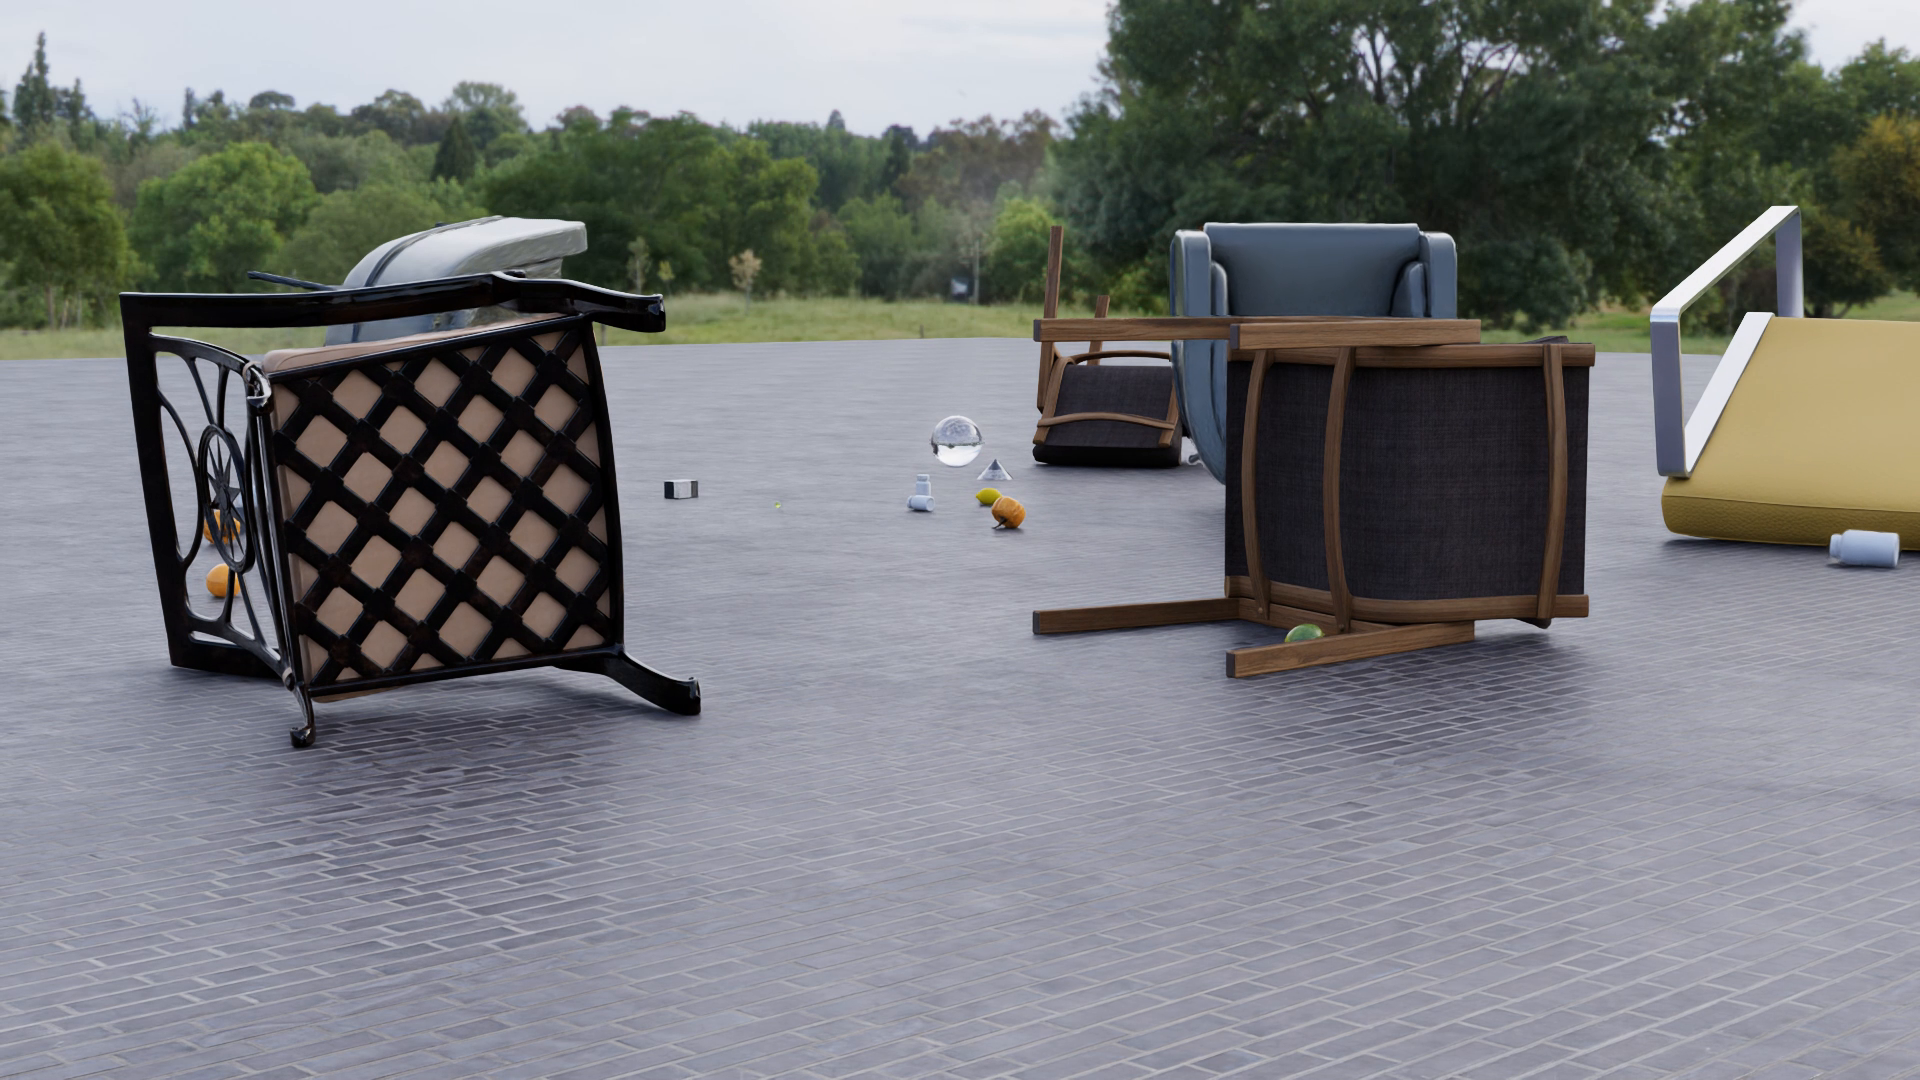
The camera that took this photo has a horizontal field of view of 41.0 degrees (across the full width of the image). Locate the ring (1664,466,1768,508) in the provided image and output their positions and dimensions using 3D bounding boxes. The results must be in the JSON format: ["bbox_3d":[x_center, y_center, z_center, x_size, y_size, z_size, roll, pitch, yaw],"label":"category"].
[{"bbox_3d":[2.179,-0.152,7.387,0.399,0.105,0.226,-4,9,-41],"label":"ring"}]

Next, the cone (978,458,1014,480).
[{"bbox_3d":[0.115,-0.232,8.342,0.120,0.066,0.116,1,6,14],"label":"cone"}]

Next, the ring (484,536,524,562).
[{"bbox_3d":[-1.055,0.022,5.939,0.107,0.057,0.034,-20,1,-43],"label":"ring"}]

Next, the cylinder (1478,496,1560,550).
[{"bbox_3d":[1.356,-0.041,6.213,0.192,0.123,0.091,-4,15,-36],"label":"cylinder"}]

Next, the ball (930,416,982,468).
[{"bbox_3d":[-0.012,-0.340,8.850,0.177,0.177,0.177,0,6,0],"label":"ball"}]

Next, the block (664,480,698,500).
[{"bbox_3d":[-0.828,-0.151,7.616,0.059,0.053,0.084,4,7,37],"label":"block"}]

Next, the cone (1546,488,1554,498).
[{"bbox_3d":[1.675,-0.122,7.292,0.051,0.062,0.057,-3,7,-29],"label":"cone"}]

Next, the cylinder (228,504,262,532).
[{"bbox_3d":[-1.855,-0.058,6.663,0.080,0.063,0.103,1,6,6],"label":"cylinder"}]
